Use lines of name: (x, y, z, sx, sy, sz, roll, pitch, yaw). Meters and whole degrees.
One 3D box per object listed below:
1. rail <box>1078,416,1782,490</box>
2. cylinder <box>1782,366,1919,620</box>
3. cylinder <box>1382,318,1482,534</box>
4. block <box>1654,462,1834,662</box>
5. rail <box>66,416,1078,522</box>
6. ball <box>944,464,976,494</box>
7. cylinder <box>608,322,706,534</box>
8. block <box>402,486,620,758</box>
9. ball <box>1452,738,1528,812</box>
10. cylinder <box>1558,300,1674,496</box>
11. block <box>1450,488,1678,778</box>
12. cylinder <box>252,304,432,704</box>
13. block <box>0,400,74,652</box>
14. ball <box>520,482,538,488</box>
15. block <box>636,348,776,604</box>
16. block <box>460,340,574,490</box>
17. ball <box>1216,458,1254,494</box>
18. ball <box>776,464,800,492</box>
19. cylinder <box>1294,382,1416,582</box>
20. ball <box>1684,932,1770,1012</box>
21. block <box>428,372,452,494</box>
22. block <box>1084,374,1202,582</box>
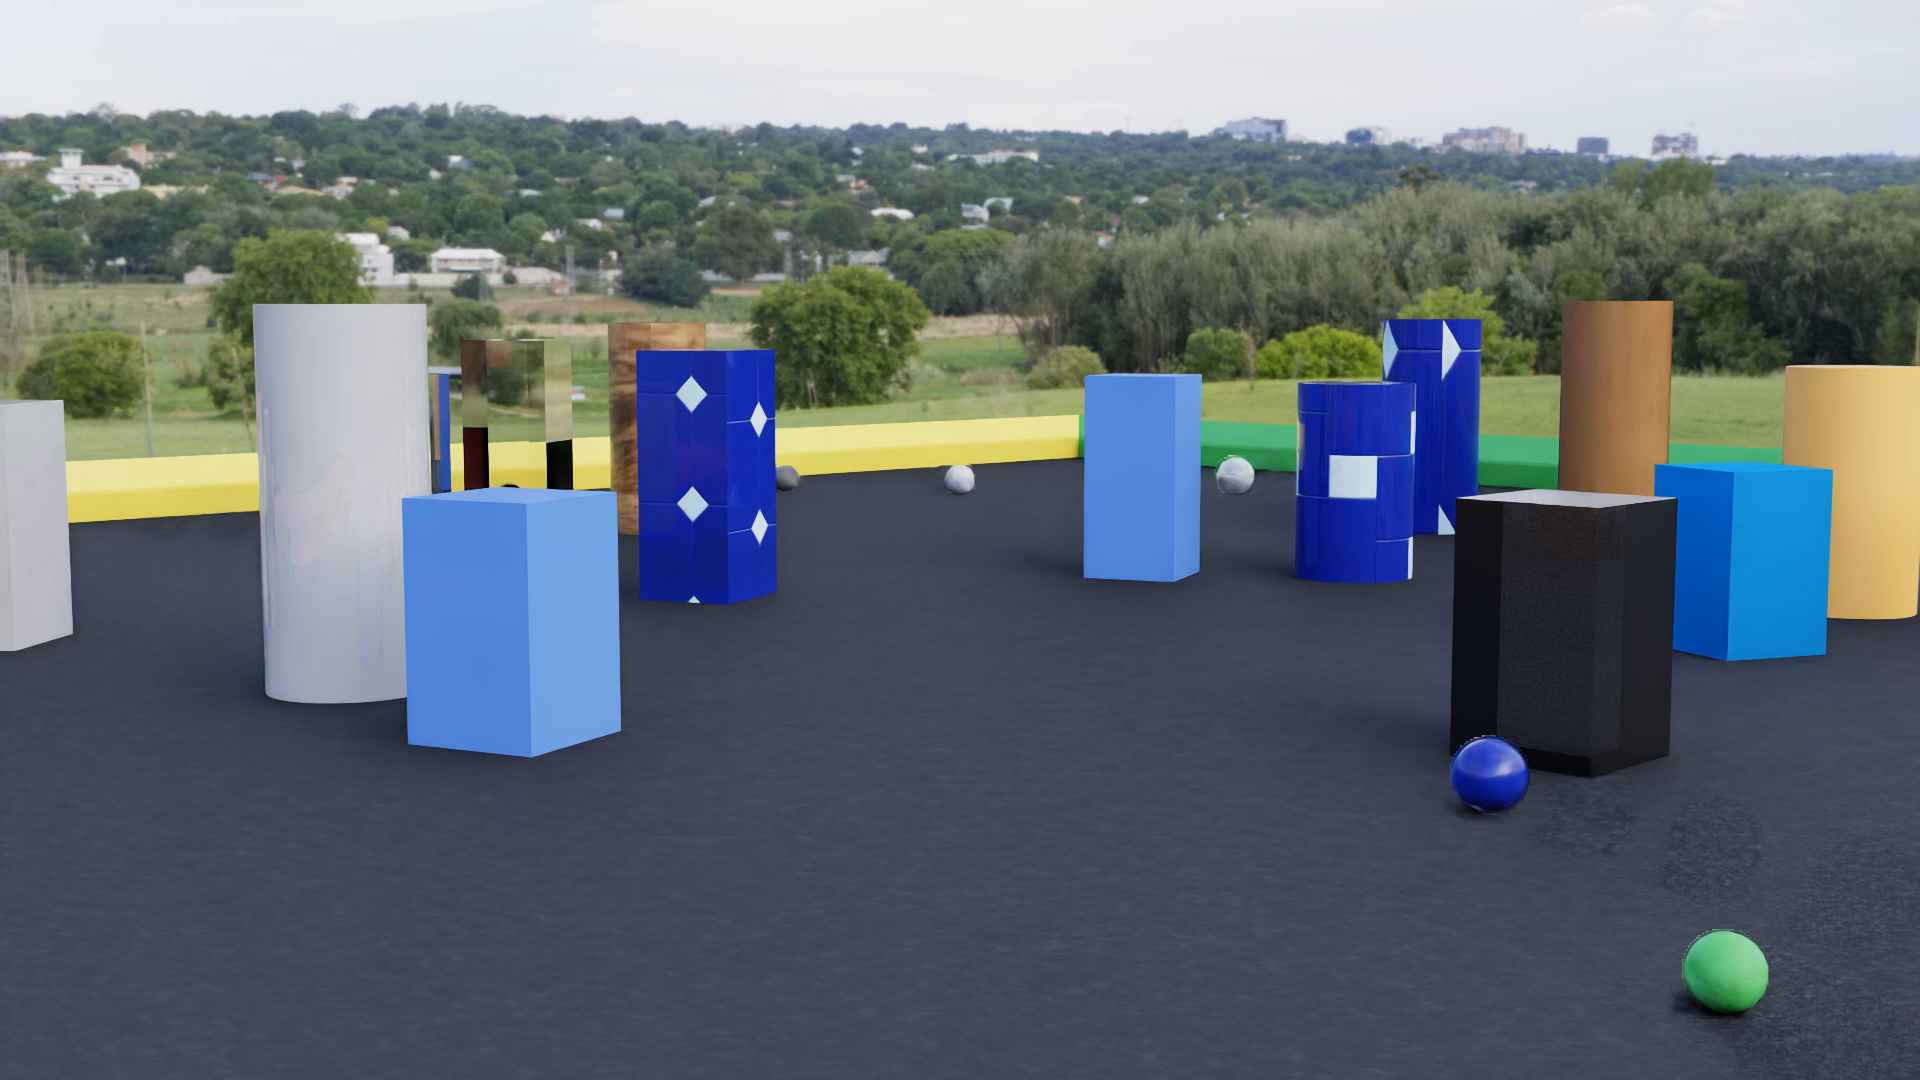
rail: (1.832, -0.144, 5.014, 0.045, 0.126, 4.401, -5, 8, -42)
cylinder: (1.316, -0.075, 3.248, 0.194, 0.360, 0.194, 0, 6, 0)
cylinder: (0.949, -0.232, 4.438, 0.194, 0.425, 0.194, 0, 6, 0)
block: (1.021, 0.024, 2.880, 0.155, 0.240, 0.155, -2, 6, -20)
rail: (-1.476, -0.134, 4.923, 5.034, 0.126, 0.045, -5, 8, -42)
ball: (0.000, -0.145, 5.294, 0.073, 0.073, 0.073, 0, 6, 0)
cylinder: (-0.607, -0.228, 4.426, 0.194, 0.418, 0.194, 0, 6, 0)
block: (-0.463, 0.080, 2.283, 0.155, 0.254, 0.155, 3, 7, 26)
ball: (0.471, 0.209, 1.953, 0.066, 0.066, 0.066, 0, 6, 0)
cylinder: (1.203, -0.209, 4.046, 0.194, 0.459, 0.194, 0, 6, 0)
block: (0.600, 0.087, 2.189, 0.155, 0.259, 0.155, 6, 8, 45)
cylinder: (-0.716, -0.049, 2.566, 0.194, 0.450, 0.194, 0, 6, 0)
block: (-1.305, -0.023, 2.941, 0.155, 0.321, 0.155, 1, 6, 5)
ball: (-0.975, -0.103, 4.977, 0.055, 0.055, 0.055, 0, 6, 0)
block: (-0.391, -0.103, 3.409, 0.155, 0.382, 0.155, 3, 7, 23)
block: (-0.888, -0.210, 4.422, 0.155, 0.384, 0.155, 3, 6, 23)
ball: (0.665, -0.155, 5.306, 0.090, 0.090, 0.090, 0, 6, 0)
ball: (-0.426, -0.151, 5.383, 0.066, 0.066, 0.066, 0, 6, 0)
cylinder: (0.659, -0.100, 3.669, 0.194, 0.323, 0.194, 0, 6, 0)
ball: (0.487, 0.275, 1.398, 0.051, 0.051, 0.051, 0, 6, 0)
block: (-1.076, -0.154, 4.182, 0.155, 0.323, 0.155, -5, 8, -40)
block: (0.307, -0.108, 3.686, 0.155, 0.335, 0.155, 2, 6, 22)
